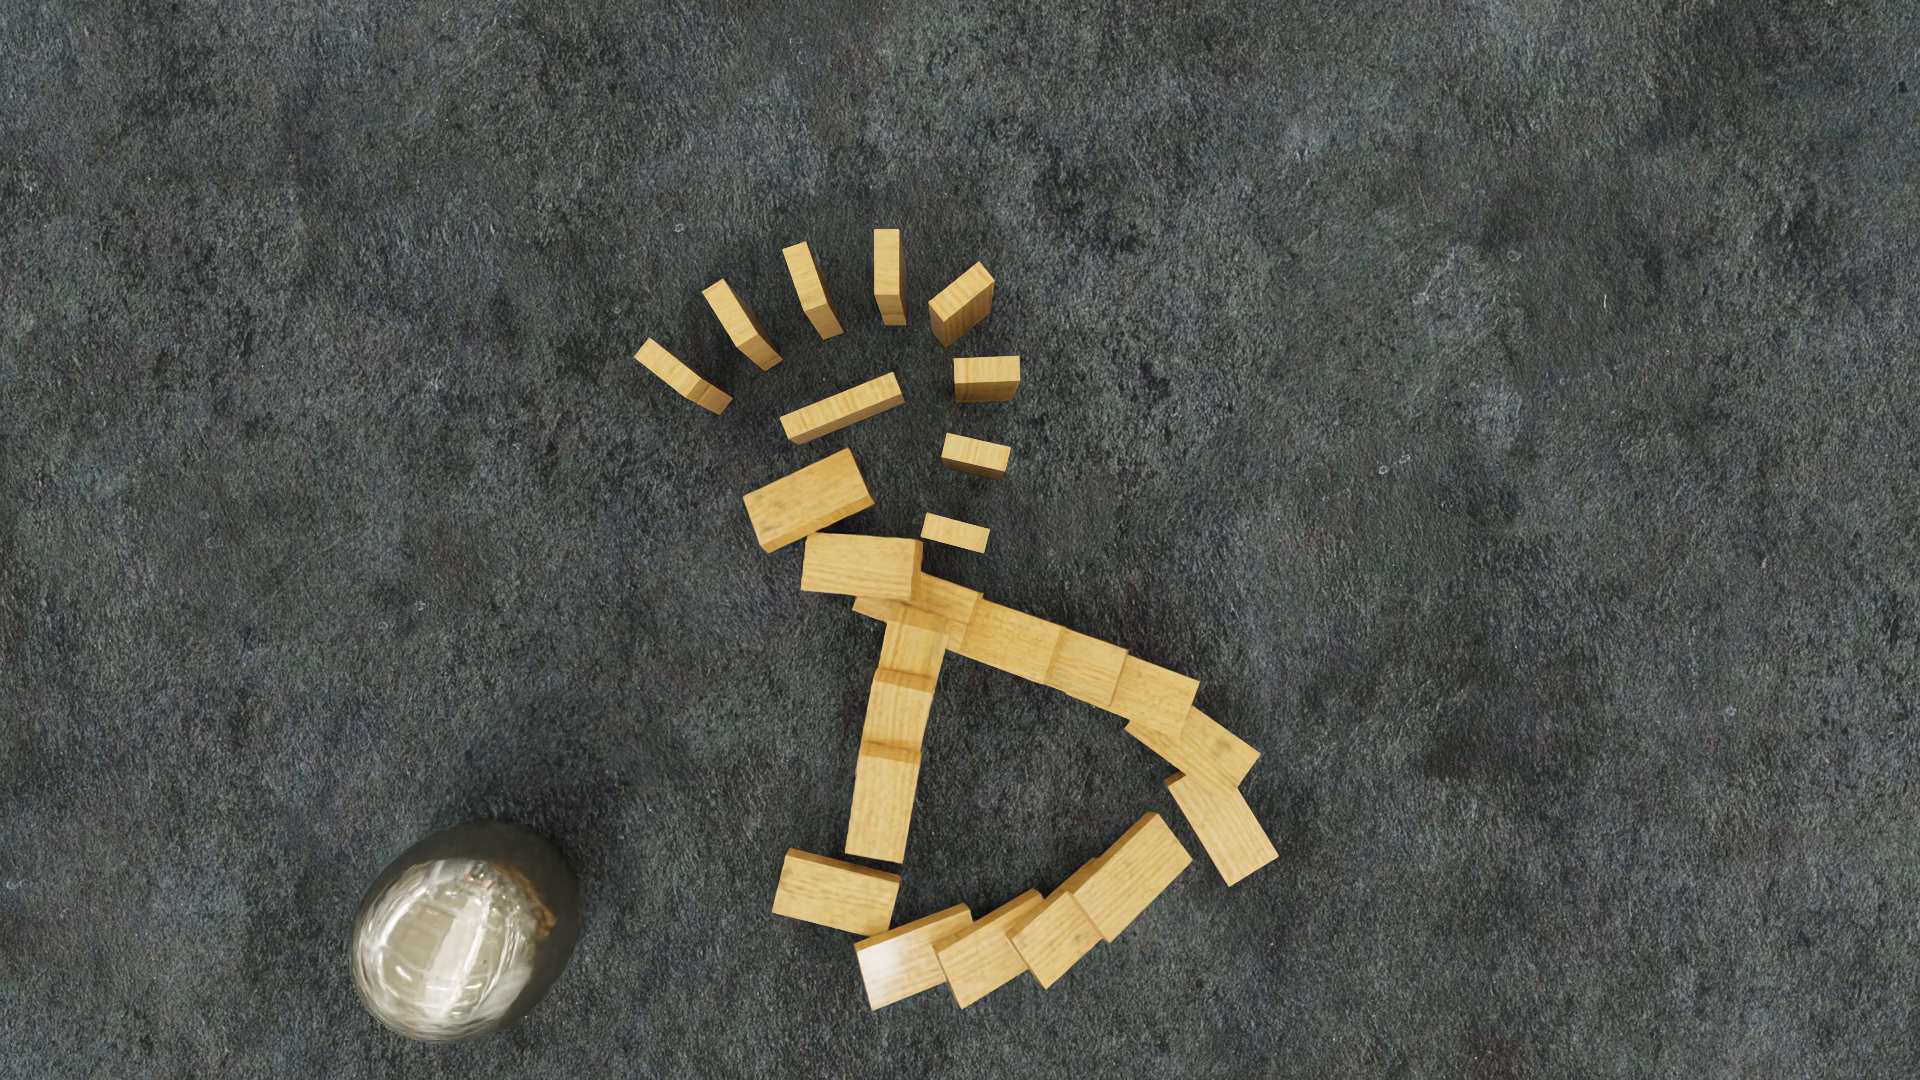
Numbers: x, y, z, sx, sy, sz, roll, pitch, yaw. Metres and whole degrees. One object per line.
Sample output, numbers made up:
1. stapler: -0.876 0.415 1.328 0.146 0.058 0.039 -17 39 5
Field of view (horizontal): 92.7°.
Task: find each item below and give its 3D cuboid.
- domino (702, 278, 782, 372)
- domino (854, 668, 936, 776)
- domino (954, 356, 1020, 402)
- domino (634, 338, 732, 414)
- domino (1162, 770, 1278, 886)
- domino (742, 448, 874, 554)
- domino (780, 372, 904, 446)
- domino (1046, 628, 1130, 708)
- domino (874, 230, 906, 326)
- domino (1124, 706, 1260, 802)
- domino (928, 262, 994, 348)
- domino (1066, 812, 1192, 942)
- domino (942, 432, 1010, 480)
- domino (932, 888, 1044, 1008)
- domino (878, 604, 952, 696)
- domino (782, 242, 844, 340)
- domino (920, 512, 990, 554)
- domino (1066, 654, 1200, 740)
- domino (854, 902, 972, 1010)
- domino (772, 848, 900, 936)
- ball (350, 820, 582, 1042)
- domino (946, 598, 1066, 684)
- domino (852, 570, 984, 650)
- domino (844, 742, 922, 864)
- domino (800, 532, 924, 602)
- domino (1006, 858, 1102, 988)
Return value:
1. domino: -0.088 -0.087 0.375 0.010 0.050 0.025 -32 90 0
2. domino: -0.027 0.079 0.385 0.025 0.009 0.050 13 116 0
3. domino: 0.010 -0.065 0.375 0.025 0.050 0.010 -2 90 0
4. domino: -0.112 -0.066 0.375 0.025 0.050 0.009 38 90 0
5. domino: 0.112 0.120 0.395 0.025 0.010 0.050 -31 90 0
6. domino: -0.065 -0.017 0.391 0.050 0.010 0.025 -25 66 0
7. domino: -0.049 -0.055 0.388 0.050 0.025 0.010 -22 90 0
8. domino: 0.043 0.050 0.388 0.050 0.009 0.025 18 90 18
9. domino: -0.028 -0.106 0.375 0.009 0.050 0.025 0 90 0
10. domino: 0.098 0.085 0.388 0.050 0.009 0.025 35 90 17
11. domino: 0.001 -0.095 0.375 0.025 0.050 0.009 -39 90 0
12. domino: 0.072 0.142 0.388 0.050 0.009 0.025 -37 91 -18
13. domino: 0.006 -0.034 0.375 0.025 0.050 0.010 13 90 0
14. domino: 0.016 0.172 0.388 0.050 0.009 0.025 -23 90 -18
15. domino: -0.021 0.051 0.381 0.025 0.010 0.050 14 127 0
16. domino: -0.059 -0.101 0.375 0.009 0.050 0.025 -19 90 0
17. domino: -0.002 -0.003 0.375 0.025 0.050 0.009 15 90 0
18. domino: 0.073 0.062 0.388 0.050 0.010 0.025 20 89 18
19. domino: -0.017 0.176 0.389 0.050 0.009 0.025 -15 90 -16
20. domino: -0.053 0.153 0.395 0.050 0.010 0.025 14 90 0
21. ball: -0.192 0.152 0.360 0.080 0.080 0.080 0 90 0
22. domino: 0.017 0.040 0.387 0.050 0.009 0.025 18 90 20
23. domino: -0.018 0.026 0.389 0.050 0.010 0.025 19 90 16
24. domino: -0.033 0.111 0.387 0.025 0.010 0.050 10 110 0
25. domino: -0.041 0.011 0.386 0.050 0.009 0.025 4 85 19
26. domino: 0.047 0.161 0.388 0.050 0.009 0.025 -35 91 -18
